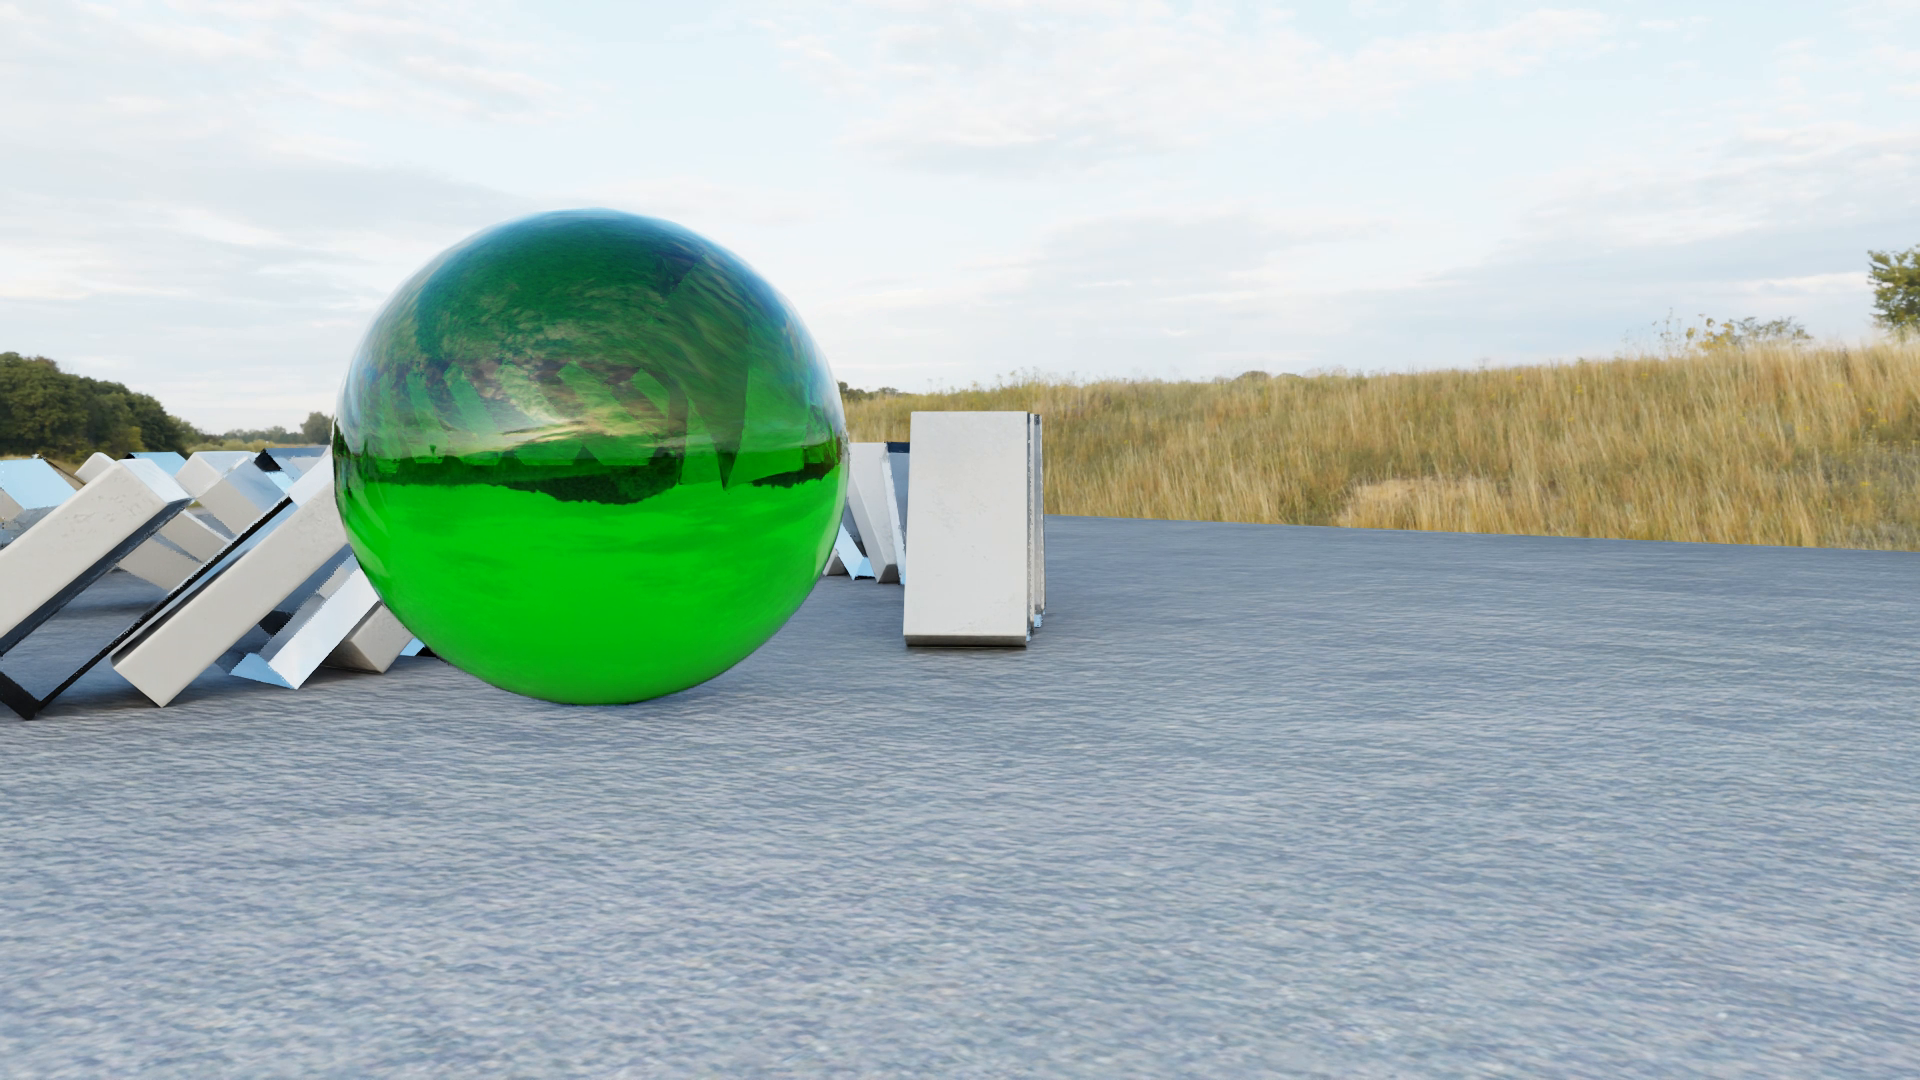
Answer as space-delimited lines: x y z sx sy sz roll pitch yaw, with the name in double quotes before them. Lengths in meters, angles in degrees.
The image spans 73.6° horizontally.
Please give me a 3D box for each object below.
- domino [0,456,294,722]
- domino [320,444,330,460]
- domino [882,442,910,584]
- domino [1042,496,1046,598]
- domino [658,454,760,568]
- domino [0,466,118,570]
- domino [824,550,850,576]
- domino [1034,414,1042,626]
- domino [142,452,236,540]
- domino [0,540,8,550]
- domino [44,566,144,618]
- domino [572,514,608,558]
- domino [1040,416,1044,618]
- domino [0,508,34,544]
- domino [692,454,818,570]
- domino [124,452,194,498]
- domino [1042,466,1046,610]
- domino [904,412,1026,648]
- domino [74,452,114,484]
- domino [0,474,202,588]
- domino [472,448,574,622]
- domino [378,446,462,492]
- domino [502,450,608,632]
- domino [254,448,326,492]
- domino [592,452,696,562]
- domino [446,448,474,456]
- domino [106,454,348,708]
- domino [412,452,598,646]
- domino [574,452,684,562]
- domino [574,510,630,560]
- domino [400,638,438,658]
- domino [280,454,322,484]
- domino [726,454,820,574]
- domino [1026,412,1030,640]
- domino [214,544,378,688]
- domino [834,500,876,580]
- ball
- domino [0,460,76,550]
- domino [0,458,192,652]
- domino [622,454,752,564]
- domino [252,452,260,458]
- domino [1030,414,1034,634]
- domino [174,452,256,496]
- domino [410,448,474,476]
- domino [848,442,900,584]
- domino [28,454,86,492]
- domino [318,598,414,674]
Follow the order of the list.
"domino" -0.136 0.006 0.214 0.050 0.010 0.025 -46 24 -19
"domino" -0.158 -0.006 0.363 0.010 0.050 0.025 -48 -19 24
"domino" -0.008 -0.009 0.397 0.025 0.050 0.010 1 -41 -15
"domino" 0.009 -0.007 0.335 0.025 0.050 0.009 0 -20 1
"domino" -0.084 -0.011 0.460 0.050 0.009 0.025 47 28 24
"domino" -0.305 -0.009 0.425 0.025 0.010 0.050 4 -33 45
"domino" -0.045 -0.009 0.431 0.025 0.010 0.050 -4 44 -41
"domino" 0.006 -0.005 0.303 0.025 0.050 0.010 0 -20 3
"domino" -0.269 -0.012 0.459 0.050 0.010 0.025 41 -12 -20
"domino" -0.323 -0.007 0.399 0.025 0.010 0.050 3 -34 35
"domino" -0.236 0.014 0.321 0.050 0.009 0.025 -4 6 -42
"domino" -0.160 -0.013 0.485 0.050 0.010 0.025 40 10 5
"domino" 0.008 -0.006 0.314 0.025 0.050 0.009 0 -20 1
"domino" -0.314 -0.008 0.413 0.025 0.009 0.050 4 -33 42
"domino" -0.070 -0.011 0.451 0.025 0.010 0.050 -5 46 -50
"domino" -0.209 -0.005 0.361 0.050 0.009 0.025 41 -1 -8
"domino" 0.009 -0.007 0.325 0.025 0.050 0.010 0 -20 1
"domino" 0.002 -0.003 0.272 0.025 0.050 0.009 0 -20 3
"domino" -0.282 -0.011 0.450 0.050 0.010 0.025 42 -16 -24
"domino" -0.223 0.000 0.338 0.050 0.010 0.025 37 -19 -34
"domino" -0.110 -0.002 0.321 0.025 0.010 0.050 -1 48 -12
"domino" -0.142 -0.005 0.357 0.025 0.010 0.050 -3 49 -43
"domino" -0.103 -0.001 0.304 0.025 0.010 0.050 1 46 5
"domino" -0.175 -0.005 0.365 0.050 0.010 0.025 45 14 9
"domino" -0.112 -0.013 0.475 0.050 0.009 0.025 44 23 20
"domino" -0.119 -0.003 0.334 0.025 0.010 0.050 -2 48 -23
"domino" -0.124 0.005 0.225 0.025 0.009 0.050 6 49 52
"domino" -0.103 0.001 0.288 0.025 0.010 0.050 1 46 13
"domino" -0.128 -0.013 0.480 0.050 0.010 0.025 43 18 14
"domino" -0.143 -0.013 0.483 0.050 0.010 0.025 41 13 9
"domino" -0.106 0.002 0.272 0.025 0.010 0.050 2 46 21
"domino" -0.224 -0.013 0.477 0.050 0.010 0.025 39 -3 -10
"domino" -0.057 -0.010 0.442 0.025 0.009 0.050 -4 45 -45
"domino" 0.003 -0.003 0.283 0.025 0.050 0.010 0 -20 3
"domino" -0.116 0.004 0.241 0.025 0.009 0.050 3 48 36
"domino" -0.033 -0.008 0.420 0.025 0.010 0.050 -3 44 -37
"ball" -0.058 -0.013 0.209 0.080 0.080 0.080 0 4 0
"domino" -0.164 0.008 0.197 0.050 0.010 0.025 -43 14 -9
"domino" -0.149 0.007 0.205 0.050 0.010 0.025 -44 19 -14
"domino" -0.098 -0.012 0.468 0.050 0.010 0.025 45 25 22
"domino" -0.240 -0.013 0.472 0.050 0.009 0.025 40 -6 -13
"domino" 0.004 -0.004 0.293 0.025 0.050 0.010 0 -20 3
"domino" -0.193 -0.005 0.363 0.050 0.010 0.025 42 5 -1
"domino" -0.130 -0.004 0.346 0.025 0.010 0.050 -3 49 -34
"domino" -0.021 -0.009 0.407 0.025 0.050 0.010 -2 -39 -28
"domino" -0.294 -0.010 0.438 0.025 0.010 0.050 5 -32 50
"domino" -0.110 0.003 0.256 0.025 0.009 0.050 2 46 29
